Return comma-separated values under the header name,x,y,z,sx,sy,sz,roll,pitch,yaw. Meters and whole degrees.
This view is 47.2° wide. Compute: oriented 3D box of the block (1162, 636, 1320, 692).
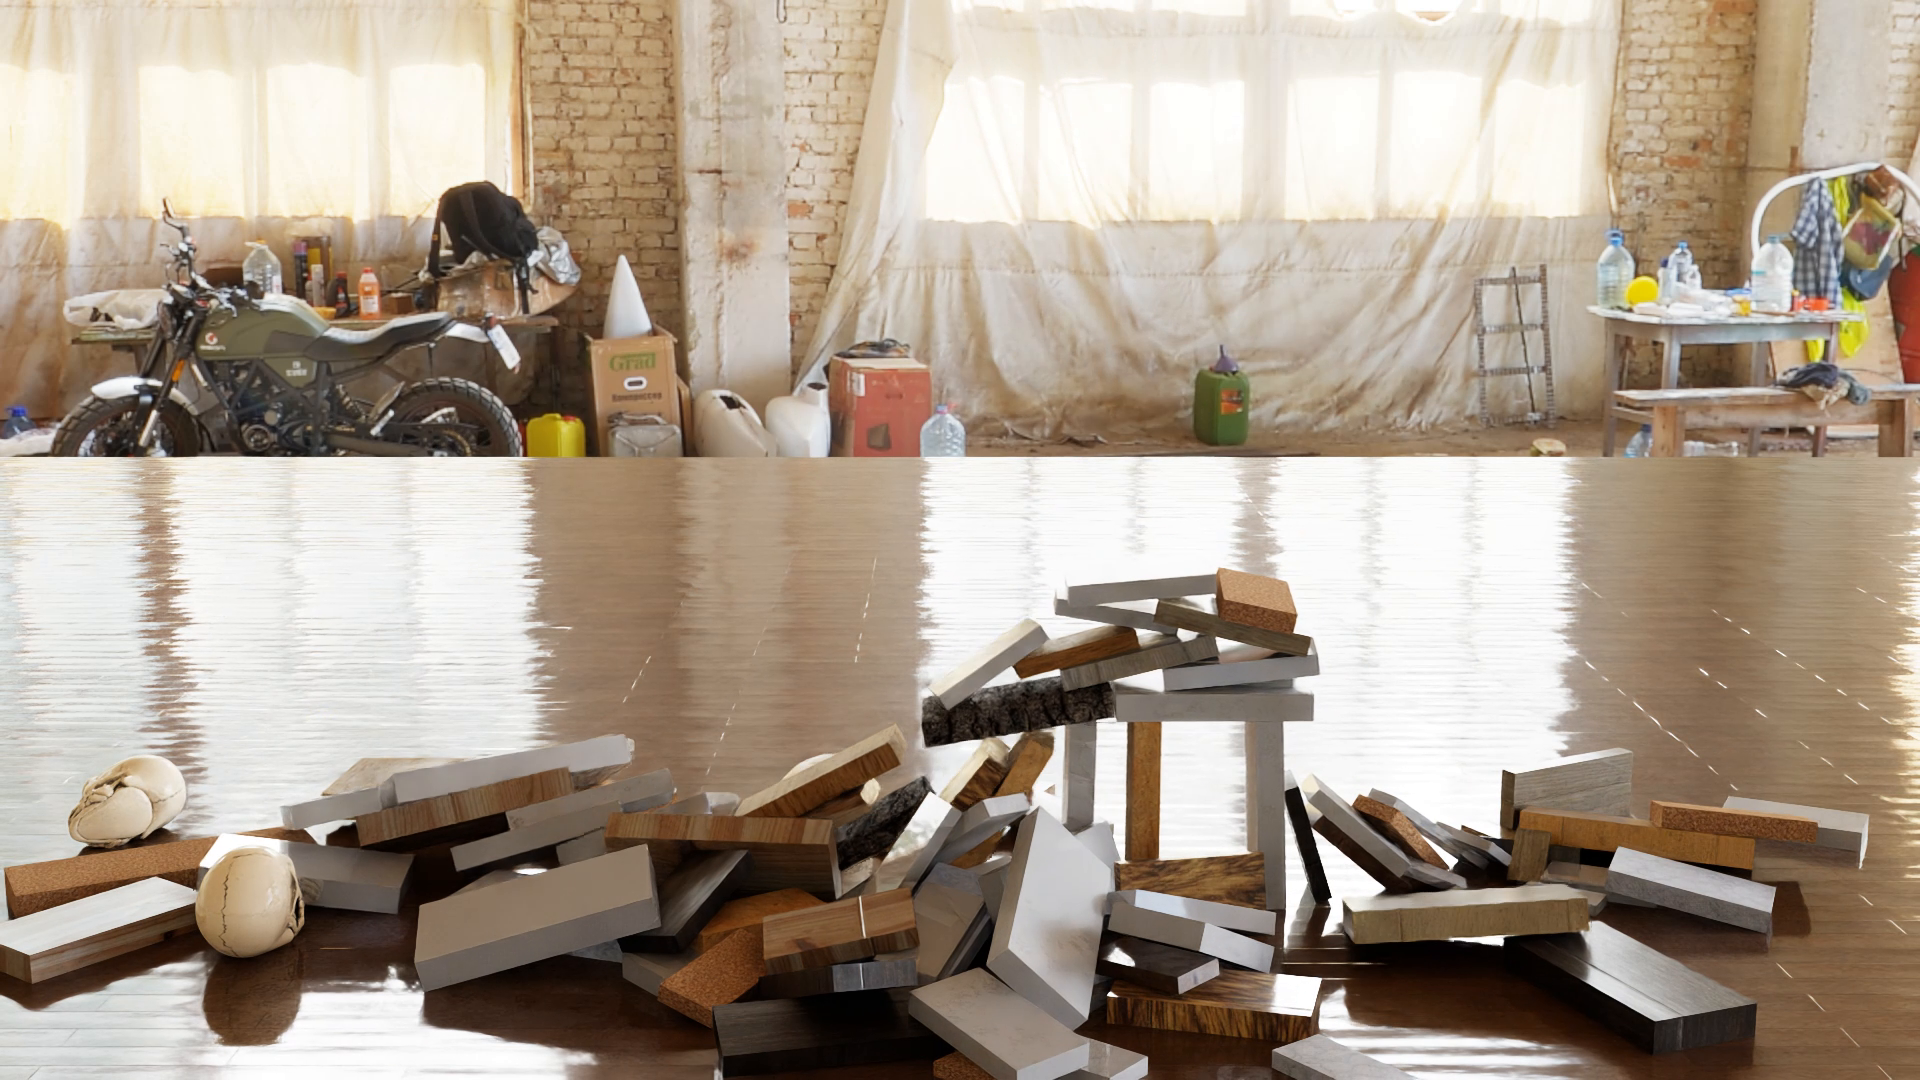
name,x,y,z,sx,sy,sz,roll,pitch,yaw
block,0.457,0.202,3.593,0.250,0.035,0.125,-6,10,6

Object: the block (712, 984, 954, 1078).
name,x,y,z,sx,sy,sz,roll,pitch,yaw
block,-0.176,0.676,3.037,0.318,0.034,0.122,-3,22,-12

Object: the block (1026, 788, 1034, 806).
name,x,y,z,sx,sy,sz,roll,pitch,yaw
block,0.032,0.470,3.827,0.108,0.031,0.216,15,-31,-20

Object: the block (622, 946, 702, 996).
name,x,y,z,sx,sy,sz,roll,pitch,yaw
block,-0.343,0.630,3.355,0.322,0.036,0.126,-9,14,-39

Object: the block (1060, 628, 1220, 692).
name,x,y,z,sx,sy,sz,roll,pitch,yaw
block,0.293,0.188,3.612,0.257,0.035,0.125,-14,9,5

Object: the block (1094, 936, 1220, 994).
name,x,y,z,sx,sy,sz,roll,pitch,yaw
block,0.278,0.618,3.198,0.090,0.025,0.179,-14,12,-43

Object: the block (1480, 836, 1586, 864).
name,x,y,z,sx,sy,sz,roll,pitch,yaw
block,0.984,0.536,3.813,0.185,0.026,0.093,4,-6,21

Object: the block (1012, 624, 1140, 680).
name,x,y,z,sx,sy,sz,roll,pitch,yaw
block,0.187,0.180,3.625,0.203,0.029,0.102,-15,9,-3

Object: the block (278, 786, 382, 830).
name,x,y,z,sx,sy,sz,roll,pitch,yaw
block,-1.078,0.459,3.759,0.143,0.040,0.285,-11,-2,-22

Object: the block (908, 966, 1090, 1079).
name,x,y,z,sx,sy,sz,roll,pitch,yaw
block,0.050,0.662,2.983,0.122,0.034,0.243,-12,23,-35

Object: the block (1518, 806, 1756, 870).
name,x,y,z,sx,sy,sz,roll,pitch,yaw
block,1.174,0.514,3.815,0.383,0.050,0.175,5,-2,20

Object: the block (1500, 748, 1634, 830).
name,x,y,z,sx,sy,sz,roll,pitch,yaw
block,1.111,0.462,4.027,0.288,0.121,0.034,-6,12,-28

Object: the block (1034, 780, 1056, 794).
name,x,y,z,sx,sy,sz,roll,pitch,yaw
block,0.113,0.489,4.160,0.070,0.020,0.183,5,12,24

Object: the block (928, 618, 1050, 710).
name,x,y,z,sx,sy,sz,roll,pitch,yaw
block,0.047,0.202,3.609,0.203,0.029,0.102,-35,9,-5

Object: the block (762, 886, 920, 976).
name,x,y,z,sx,sy,sz,roll,pitch,yaw
block,-0.177,0.578,3.249,0.225,0.032,0.112,-12,24,-1

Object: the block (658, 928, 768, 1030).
name,x,y,z,sx,sy,sz,roll,pitch,yaw
block,-0.340,0.638,3.210,0.099,0.028,0.199,21,25,24

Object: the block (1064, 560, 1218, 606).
name,x,y,z,sx,sy,sz,roll,pitch,yaw
block,0.293,0.070,3.592,0.239,0.034,0.119,-5,10,0

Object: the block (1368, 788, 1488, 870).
name,x,y,z,sx,sy,sz,roll,pitch,yaw
block,0.798,0.493,3.742,0.261,0.018,0.064,35,-9,-31

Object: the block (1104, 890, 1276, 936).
name,x,y,z,sx,sy,sz,roll,pitch,yaw
block,0.348,0.574,3.378,0.242,0.034,0.121,13,-16,-21

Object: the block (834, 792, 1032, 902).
name,x,y,z,sx,sy,sz,roll,pitch,yaw
block,-0.048,0.498,3.456,0.368,0.028,0.099,-38,-23,34

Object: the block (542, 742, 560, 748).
name,x,y,z,sx,sy,sz,roll,pitch,yaw
block,-0.843,0.458,4.270,0.143,0.040,0.299,8,13,36

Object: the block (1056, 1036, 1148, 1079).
name,x,y,z,sx,sy,sz,roll,pitch,yaw
block,0.155,0.704,2.985,0.179,0.025,0.090,8,13,38

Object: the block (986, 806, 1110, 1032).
name,x,y,z,sx,sy,sz,roll,pitch,yaw
block,0.135,0.549,3.219,0.044,0.155,0.396,-43,11,22

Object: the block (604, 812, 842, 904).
name,x,y,z,sx,sy,sz,roll,pitch,yaw
block,-0.378,0.523,3.537,0.359,0.180,0.051,1,42,6

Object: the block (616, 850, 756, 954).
name,x,y,z,sx,sy,sz,roll,pitch,yaw
block,-0.419,0.552,3.369,0.112,0.032,0.225,-5,25,30

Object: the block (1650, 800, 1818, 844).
name,x,y,z,sx,sy,sz,roll,pitch,yaw
block,1.332,0.486,3.796,0.254,0.036,0.127,5,-2,9

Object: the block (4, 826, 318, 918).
name,x,y,z,sx,sy,sz,roll,pitch,yaw
block,-1.341,0.559,3.714,0.486,0.045,0.159,-6,12,-29

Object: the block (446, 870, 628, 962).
name,x,y,z,sx,sy,sz,roll,pitch,yaw
block,-0.632,0.597,3.494,0.359,0.051,0.180,4,11,20

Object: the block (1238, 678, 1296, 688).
name,x,y,z,sx,sy,sz,roll,pitch,yaw
block,0.498,0.227,3.598,0.097,0.014,0.049,2,11,14

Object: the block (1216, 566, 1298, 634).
name,x,y,z,sx,sy,sz,roll,pitch,yaw
block,0.481,0.098,3.592,0.119,0.034,0.239,12,12,2

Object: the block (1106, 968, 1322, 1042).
name,x,y,z,sx,sy,sz,roll,pitch,yaw
block,0.367,0.663,3.165,0.288,0.041,0.144,3,11,15

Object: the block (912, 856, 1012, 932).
name,x,y,z,sx,sy,sz,roll,pitch,yaw
block,-0.018,0.583,3.470,0.310,0.044,0.155,-14,15,-26

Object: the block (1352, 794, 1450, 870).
name,x,y,z,sx,sy,sz,roll,pitch,yaw
block,0.747,0.503,3.726,0.185,0.026,0.093,46,-16,-34

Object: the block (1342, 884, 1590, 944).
name,x,y,z,sx,sy,sz,roll,pitch,yaw
block,0.778,0.579,3.409,0.351,0.050,0.176,-4,-2,4

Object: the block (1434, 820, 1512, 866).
name,x,y,z,sx,sy,sz,roll,pitch,yaw
block,0.875,0.518,3.757,0.064,0.018,0.129,35,-10,-35

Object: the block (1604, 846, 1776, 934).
name,x,y,z,sx,sy,sz,roll,pitch,yaw
block,1.190,0.568,3.584,0.254,0.036,0.127,13,15,21

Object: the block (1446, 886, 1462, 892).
name,x,y,z,sx,sy,sz,roll,pitch,yaw
block,0.797,0.592,3.562,0.049,0.014,0.097,30,31,35

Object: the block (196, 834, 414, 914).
name,x,y,z,sx,sy,sz,roll,pitch,yaw
block,-1.074,0.550,3.626,0.319,0.045,0.159,8,11,-7

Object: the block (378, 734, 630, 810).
name,x,y,z,sx,sy,sz,roll,pitch,yaw
block,-0.804,0.419,3.848,0.414,0.051,0.180,-8,-15,-30

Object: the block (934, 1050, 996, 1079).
name,x,y,z,sx,sy,sz,roll,pitch,yaw
block,0.039,0.715,2.940,0.139,0.020,0.070,9,14,41

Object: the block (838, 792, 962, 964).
name,x,y,z,sx,sy,sz,roll,pitch,yaw
block,-0.103,0.523,3.359,0.023,0.293,0.081,38,-8,-27

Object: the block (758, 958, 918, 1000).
name,x,y,z,sx,sy,sz,roll,pitch,yaw
block,-0.175,0.622,3.104,0.126,0.036,0.253,1,-14,-29

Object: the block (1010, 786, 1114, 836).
name,x,y,z,sx,sy,sz,roll,pitch,yaw
block,0.164,0.504,3.989,0.108,0.031,0.216,-10,20,-42
